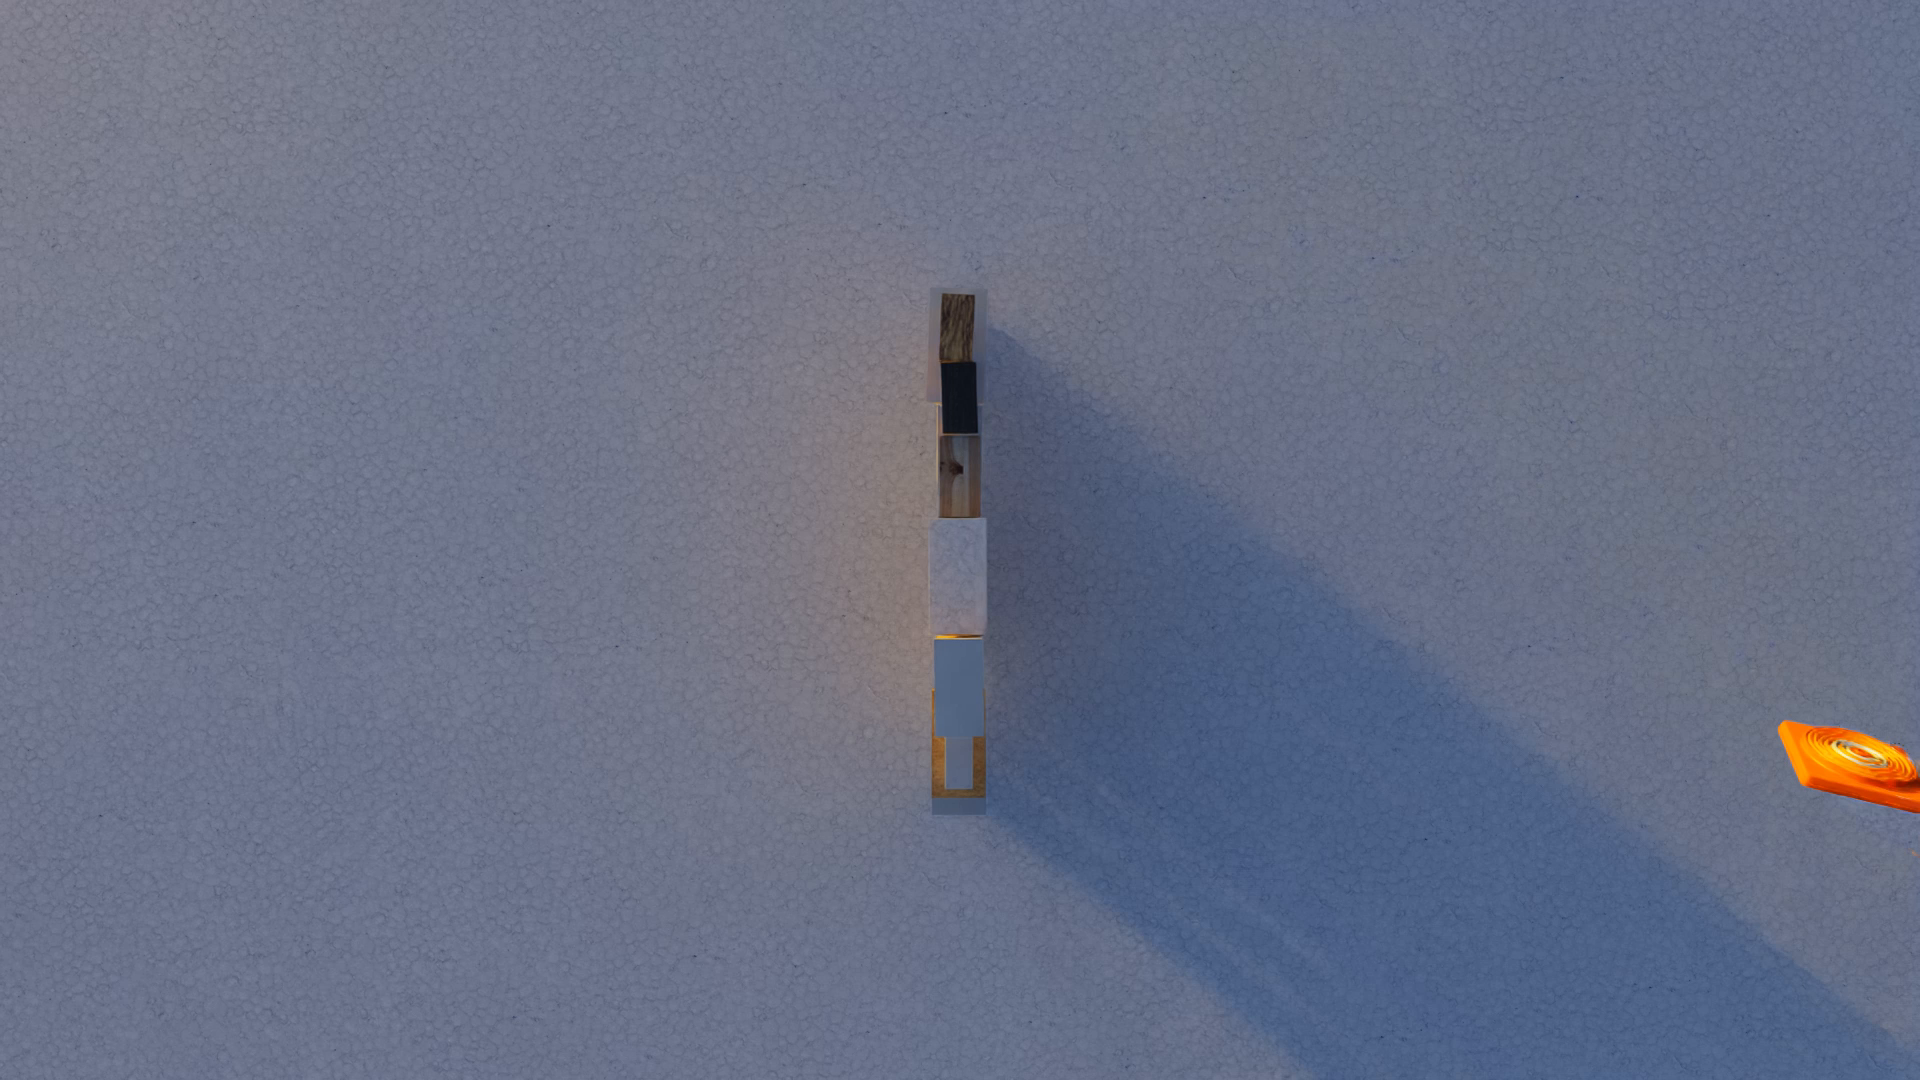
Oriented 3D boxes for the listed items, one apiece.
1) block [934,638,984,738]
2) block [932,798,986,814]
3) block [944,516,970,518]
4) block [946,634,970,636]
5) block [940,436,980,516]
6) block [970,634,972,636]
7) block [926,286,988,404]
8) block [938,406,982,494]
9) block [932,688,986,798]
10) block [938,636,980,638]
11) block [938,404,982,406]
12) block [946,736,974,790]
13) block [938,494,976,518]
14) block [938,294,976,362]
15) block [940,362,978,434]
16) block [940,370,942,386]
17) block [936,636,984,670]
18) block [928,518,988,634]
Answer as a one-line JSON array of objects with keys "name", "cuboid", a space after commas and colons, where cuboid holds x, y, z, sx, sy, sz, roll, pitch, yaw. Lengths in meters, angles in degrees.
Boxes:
[{"name": "block", "cuboid": [-0.003, 0.375, 4.202, 0.124, 0.035, 0.248, -1, 90, 0]}, {"name": "block", "cuboid": [-0.003, 0.643, 4.824, 0.157, 0.044, 0.314, 0, 90, 0]}, {"name": "block", "cuboid": [-0.006, -0.048, 4.754, 0.075, 0.021, 0.150, 0, 90, 0]}, {"name": "block", "cuboid": [-0.003, 0.332, 4.768, 0.072, 0.020, 0.143, -1, 90, 0]}, {"name": "block", "cuboid": [0.000, -0.170, 4.403, 0.108, 0.030, 0.215, 0, 90, 0]}, {"name": "block", "cuboid": [-0.002, 0.284, 4.850, 0.072, 0.143, 0.020, 0, 90, 0]}, {"name": "block", "cuboid": [-0.009, -0.542, 4.611, 0.160, 0.045, 0.320, 2, 90, 0]}, {"name": "block", "cuboid": [-0.001, -0.253, 4.651, 0.123, 0.035, 0.247, 0, 90, 0]}, {"name": "block", "cuboid": [-0.004, 0.553, 4.489, 0.146, 0.041, 0.292, 0, 90, 0]}, {"name": "block", "cuboid": [-0.003, 0.293, 4.489, 0.124, 0.538, 0.035, -1, 90, 0]}, {"name": "block", "cuboid": [0.000, -0.320, 5.196, 0.142, 0.040, 0.284, 0, 90, 0]}, {"name": "block", "cuboid": [-0.002, 0.577, 4.312, 0.073, 0.021, 0.146, 0, 90, 0]}, {"name": "block", "cuboid": [-0.006, -0.137, 4.932, 0.114, 0.032, 0.229, 1, 90, 0]}, {"name": "block", "cuboid": [-0.008, -0.566, 4.398, 0.089, 0.025, 0.177, 3, 90, 0]}, {"name": "block", "cuboid": [-0.001, -0.377, 4.388, 0.094, 0.027, 0.187, -2, 90, 0]}, {"name": "block", "cuboid": [-0.007, -0.441, 4.495, 0.094, 0.187, 0.027, 2, 90, 0]}, {"name": "block", "cuboid": [0.001, 0.449, 5.181, 0.149, 0.042, 0.298, 0, 90, 0]}, {"name": "block", "cuboid": [-0.005, 0.096, 4.341, 0.152, 0.043, 0.304, 0, 90, 0]}]
